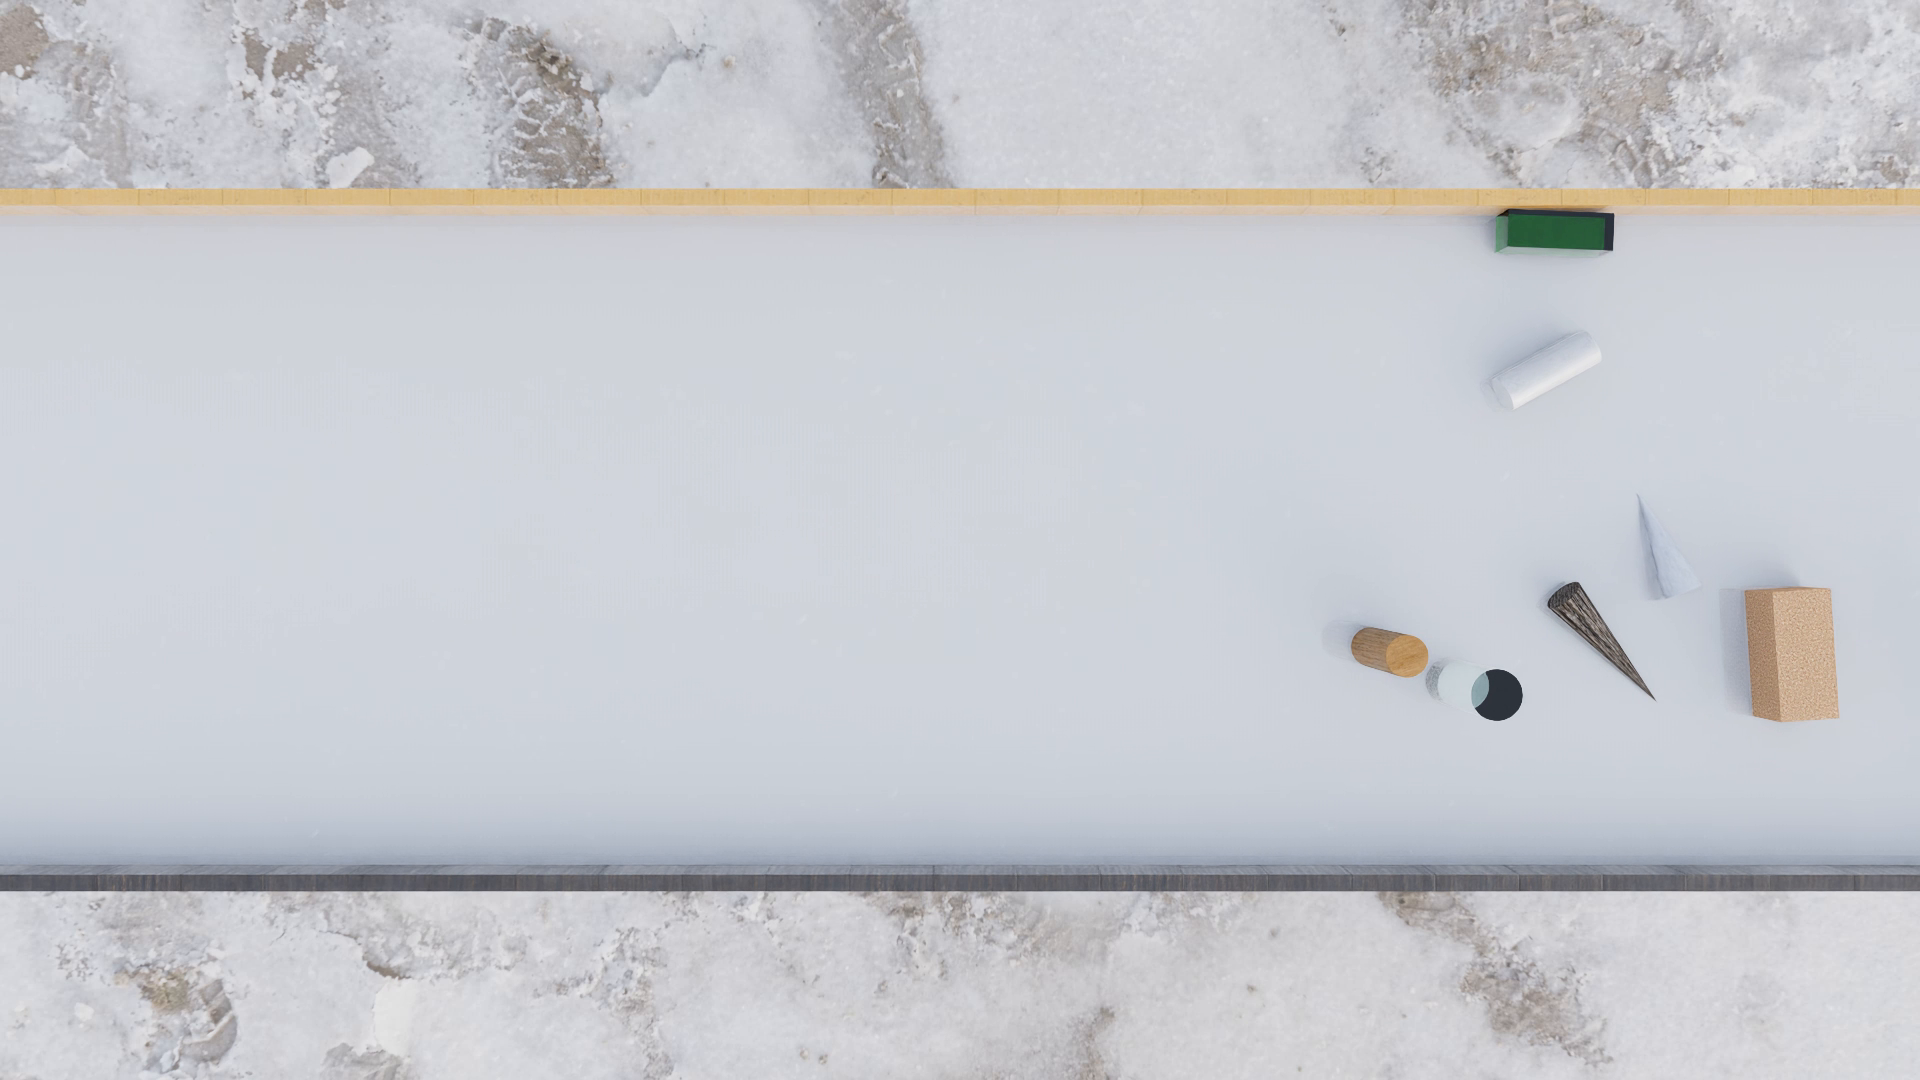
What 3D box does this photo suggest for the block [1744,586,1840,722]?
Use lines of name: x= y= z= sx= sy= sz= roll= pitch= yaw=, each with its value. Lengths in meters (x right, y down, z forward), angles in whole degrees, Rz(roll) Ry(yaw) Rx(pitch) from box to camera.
block: x=2.515 y=0.343 z=4.989 sx=0.174 sy=0.174 sz=0.388 roll=-4 pitch=90 yaw=0

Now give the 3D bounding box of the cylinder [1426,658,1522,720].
cylinder: x=1.507 y=0.435 z=4.853 sx=0.146 sy=0.448 sz=0.146 roll=0 pitch=90 yaw=0

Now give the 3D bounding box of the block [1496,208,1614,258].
block: x=1.809 y=-0.933 z=5.020 sx=0.319 sy=0.113 sz=0.113 roll=2 pitch=90 yaw=0

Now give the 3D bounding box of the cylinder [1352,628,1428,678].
cylinder: x=1.264 y=0.329 z=4.869 sx=0.121 sy=0.415 sz=0.121 roll=0 pitch=90 yaw=0

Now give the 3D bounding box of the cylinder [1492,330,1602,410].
cylinder: x=1.785 y=-0.516 z=5.020 sx=0.304 sy=0.112 sz=0.112 roll=-29 pitch=90 yaw=0

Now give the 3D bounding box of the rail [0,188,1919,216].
rail: x=-2.247 y=-1.025 z=5.002 sx=12.000 sy=0.150 sz=0.050 roll=0 pitch=90 yaw=0

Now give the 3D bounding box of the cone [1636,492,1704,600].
cone: x=2.141 y=0.003 z=5.047 sx=0.120 sy=0.120 sz=0.343 roll=-21 pitch=80 yaw=0

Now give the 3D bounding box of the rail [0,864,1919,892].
rail: x=-2.247 y=1.025 z=5.001 sx=12.000 sy=0.150 sz=0.050 roll=0 pitch=90 yaw=0

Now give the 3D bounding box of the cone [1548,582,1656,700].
cone: x=1.991 y=0.334 z=5.048 sx=0.116 sy=0.116 sz=0.458 roll=-43 pitch=97 yaw=0
